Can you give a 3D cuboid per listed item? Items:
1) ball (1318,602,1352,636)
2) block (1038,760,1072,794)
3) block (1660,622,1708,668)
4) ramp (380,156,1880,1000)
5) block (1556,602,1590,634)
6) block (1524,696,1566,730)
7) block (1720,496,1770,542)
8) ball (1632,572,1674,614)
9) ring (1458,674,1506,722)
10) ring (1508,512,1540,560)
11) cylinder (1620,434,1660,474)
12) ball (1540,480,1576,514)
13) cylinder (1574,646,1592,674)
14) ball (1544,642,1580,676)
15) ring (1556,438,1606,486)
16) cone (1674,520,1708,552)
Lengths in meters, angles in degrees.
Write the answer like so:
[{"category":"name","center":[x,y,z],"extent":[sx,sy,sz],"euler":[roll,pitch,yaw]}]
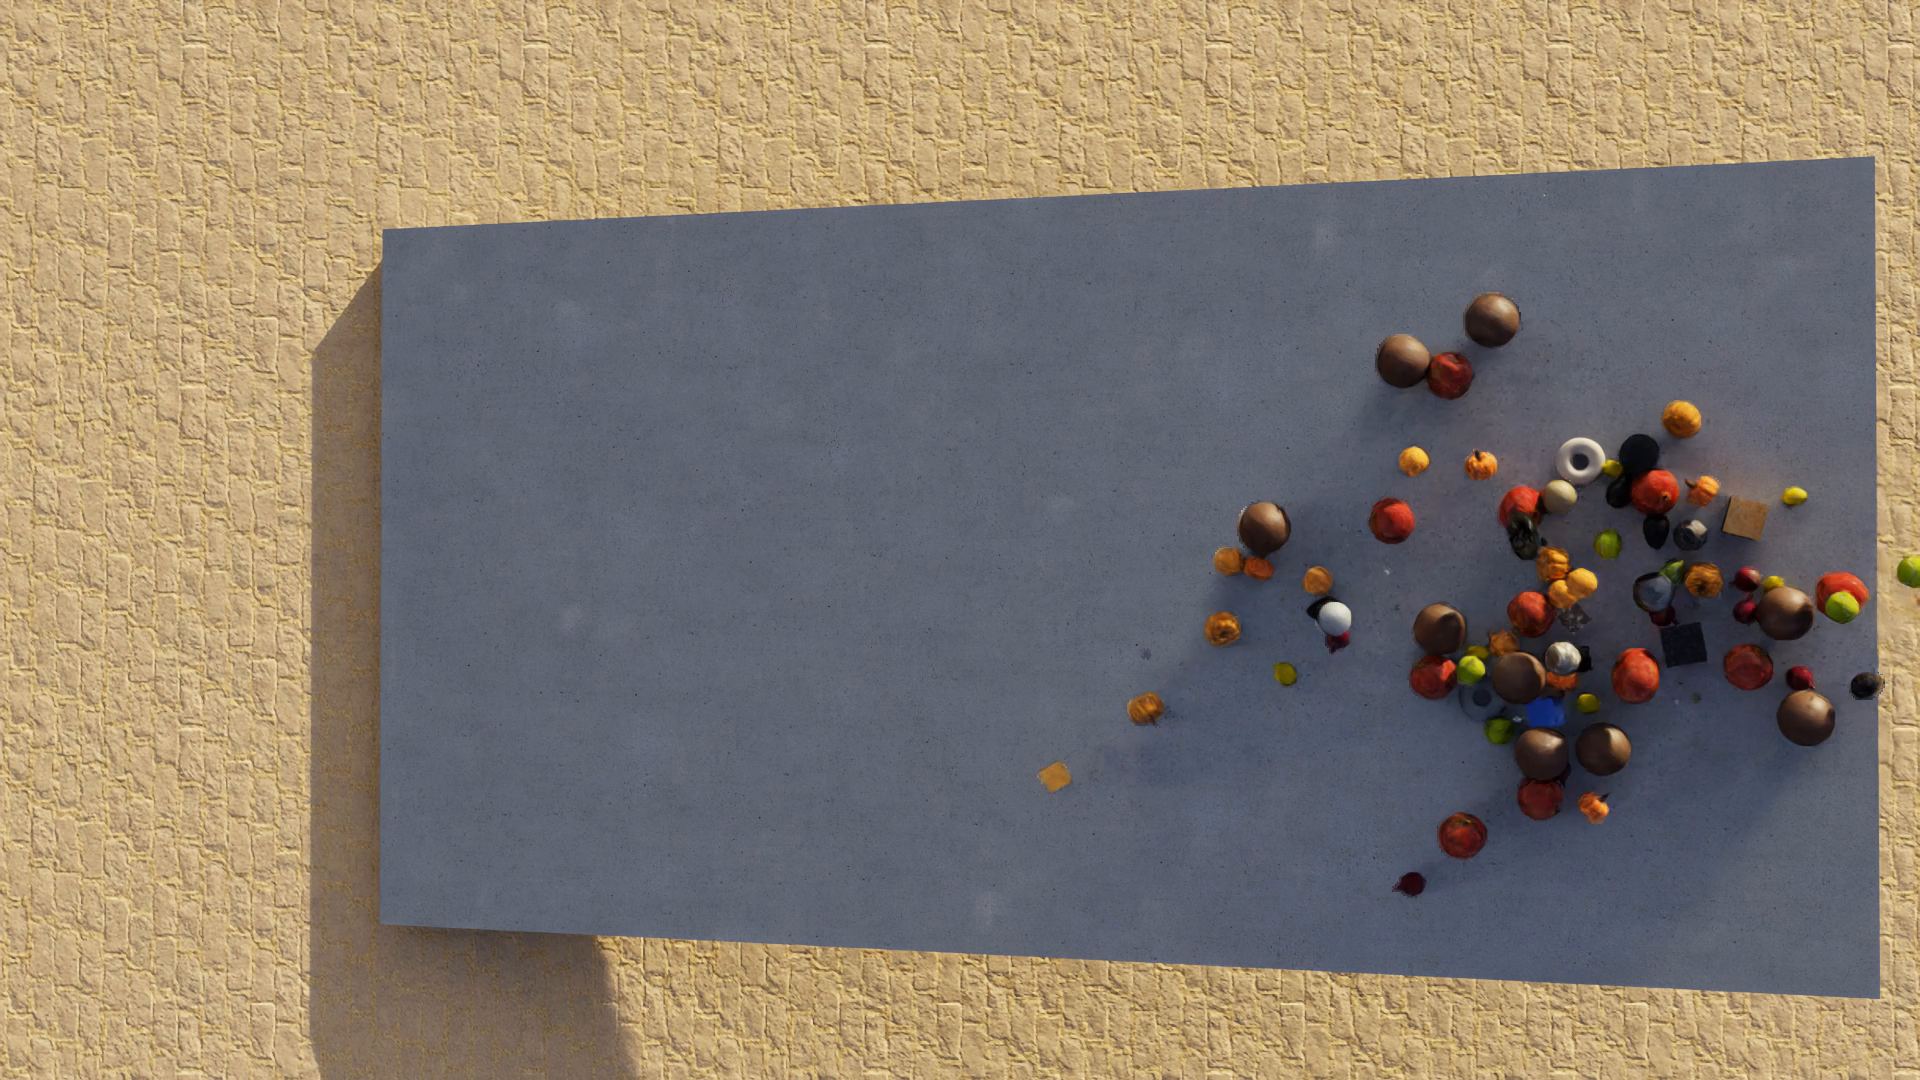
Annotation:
[{"category":"ball","center":[0.930,0.195,5.460],"extent":[0.085,0.085,0.085],"euler":[0,89,0]},{"category":"block","center":[0.246,0.614,5.713],"extent":[0.062,0.062,0.062],"euler":[-32,87,-2]},{"category":"block","center":[1.741,0.252,5.293],"extent":[0.093,0.093,0.093],"euler":[-11,86,16]},{"category":"ramp","center":[0.270,0.096,5.821],"extent":[4.000,0.100,2.000],"euler":[0,89,16]},{"category":"block","center":[1.502,0.191,5.381],"extent":[0.058,0.058,0.058],"euler":[-40,79,11]},{"category":"block","center":[1.434,0.423,5.383],"extent":[0.069,0.069,0.069],"euler":[-14,86,32]},{"category":"block","center":[1.878,-0.051,5.261],"extent":[0.087,0.087,0.087],"euler":[16,94,16]},{"category":"ball","center":[1.651,0.126,5.235],"extent":[0.097,0.097,0.097],"euler":[0,89,0]},{"category":"ring","center":[1.295,0.392,5.448],"extent":[0.116,0.039,0.116],"euler":[0,89,13]},{"category":"ring","center":[1.353,-0.009,5.279],"extent":[0.041,0.122,0.122],"euler":[-14,89,-7]},{"category":"cylinder","center":[1.646,-0.208,5.328],"extent":[0.091,0.091,0.091],"euler":[0,89,16]},{"category":"ball","center":[1.458,-0.104,5.355],"extent":[0.084,0.084,0.084],"euler":[0,89,0]},{"category":"cylinder","center":[1.510,0.294,5.376],"extent":[0.060,0.060,0.060],"euler":[-11,89,16]},{"category":"ball","center":[1.440,0.284,5.256],"extent":[0.083,0.083,0.083],"euler":[0,89,0]},{"category":"ring","center":[1.521,-0.192,5.391],"extent":[0.118,0.039,0.118],"euler":[-1,88,16]},{"category":"cone","center":[1.757,-0.019,5.293],"extent":[0.079,0.079,0.079],"euler":[-4,78,18]}]
